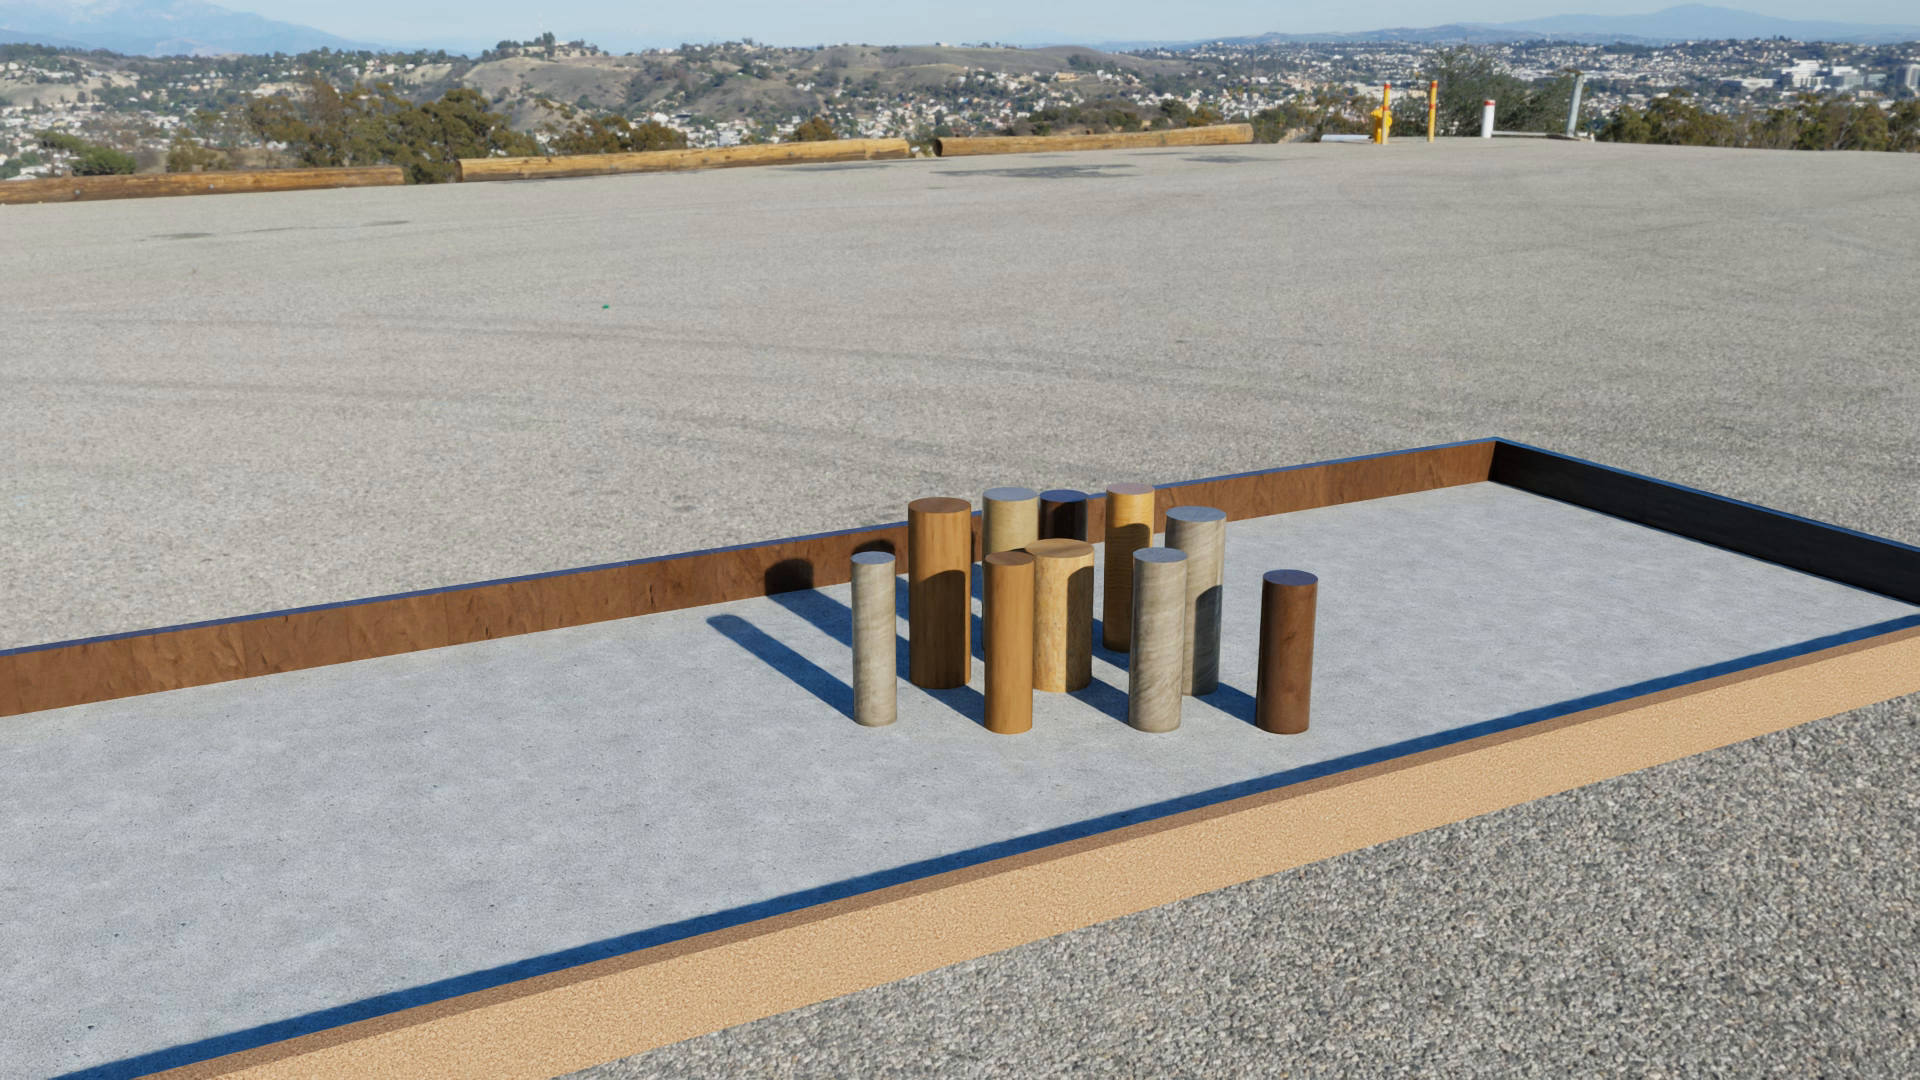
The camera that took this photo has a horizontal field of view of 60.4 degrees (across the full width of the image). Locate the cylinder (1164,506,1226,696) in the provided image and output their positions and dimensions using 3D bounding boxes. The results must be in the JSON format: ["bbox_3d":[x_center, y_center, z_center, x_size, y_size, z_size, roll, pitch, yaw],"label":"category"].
[{"bbox_3d":[0.572,0.150,4.058,0.146,0.444,0.146,0,16,0],"label":"cylinder"}]

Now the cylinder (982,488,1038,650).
[{"bbox_3d":[0.130,0.084,4.322,0.145,0.422,0.145,0,16,0],"label":"cylinder"}]

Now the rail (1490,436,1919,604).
[{"bbox_3d":[2.466,-0.048,5.253,0.050,0.150,2.100,-9,18,-27],"label":"rail"}]

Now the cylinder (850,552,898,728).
[{"bbox_3d":[-0.201,0.233,3.856,0.103,0.399,0.103,0,16,0],"label":"cylinder"}]

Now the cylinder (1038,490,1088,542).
[{"bbox_3d":[0.286,0.044,4.591,0.136,0.346,0.136,0,16,0],"label":"cylinder"}]

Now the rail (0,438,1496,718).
[{"bbox_3d":[-3.305,0.497,3.399,12.000,0.150,0.050,-9,18,-27],"label":"rail"}]

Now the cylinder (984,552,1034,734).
[{"bbox_3d":[0.114,0.238,3.818,0.113,0.409,0.113,0,16,0],"label":"cylinder"}]

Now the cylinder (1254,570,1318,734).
[{"bbox_3d":[0.757,0.260,3.829,0.125,0.362,0.125,0,16,0],"label":"cylinder"}]

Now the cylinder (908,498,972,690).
[{"bbox_3d":[-0.050,0.132,4.102,0.155,0.453,0.155,0,16,0],"label":"cylinder"}]

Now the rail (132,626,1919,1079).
[{"bbox_3d":[-2.336,1.006,1.665,12.000,0.150,0.050,-9,18,-27],"label":"rail"}]

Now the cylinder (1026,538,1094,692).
[{"bbox_3d":[0.246,0.186,4.105,0.171,0.347,0.171,0,16,0],"label":"cylinder"}]

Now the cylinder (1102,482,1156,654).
[{"bbox_3d":[0.443,0.073,4.342,0.126,0.431,0.126,0,16,0],"label":"cylinder"}]

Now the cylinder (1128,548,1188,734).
[{"bbox_3d":[0.458,0.233,3.829,0.125,0.414,0.125,0,16,0],"label":"cylinder"}]
